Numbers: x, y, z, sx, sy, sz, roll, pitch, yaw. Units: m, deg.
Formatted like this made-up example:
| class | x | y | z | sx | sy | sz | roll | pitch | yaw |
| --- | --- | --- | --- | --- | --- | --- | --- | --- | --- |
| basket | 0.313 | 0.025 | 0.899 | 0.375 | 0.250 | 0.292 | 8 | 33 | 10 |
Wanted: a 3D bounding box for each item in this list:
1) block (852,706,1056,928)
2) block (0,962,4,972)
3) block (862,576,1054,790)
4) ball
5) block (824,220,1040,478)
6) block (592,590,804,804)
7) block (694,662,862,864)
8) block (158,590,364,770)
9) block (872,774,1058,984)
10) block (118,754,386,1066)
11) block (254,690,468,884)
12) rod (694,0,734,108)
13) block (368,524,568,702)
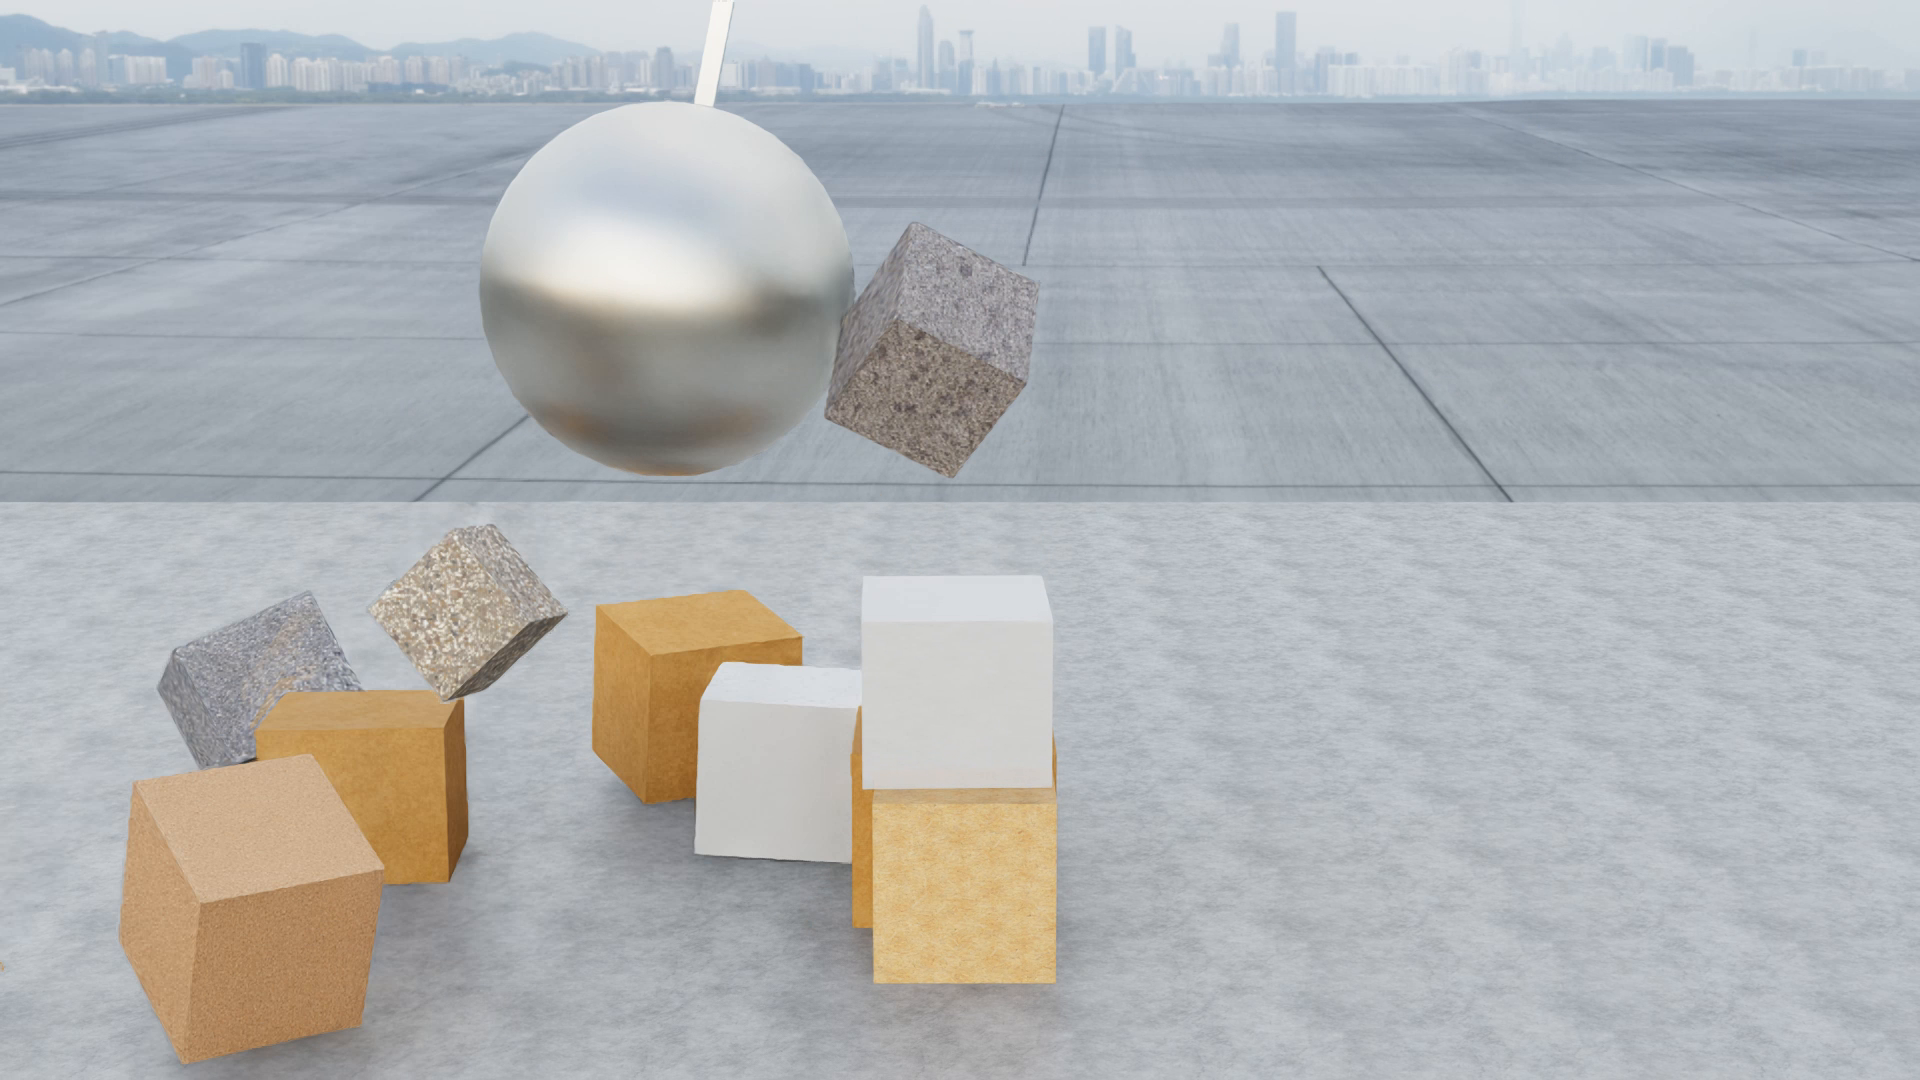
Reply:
| class | x | y | z | sx | sy | sz | roll | pitch | yaw |
| --- | --- | --- | --- | --- | --- | --- | --- | --- | --- |
| block | -0.026 | 1.174 | 11.027 | 0.846 | 0.744 | 0.828 | 0 | 10 | 0 |
| block | -4.070 | 1.395 | 9.367 | 0.655 | 0.690 | 0.669 | 1 | 23 | 40 |
| block | -0.021 | 0.564 | 10.416 | 0.747 | 0.681 | 0.765 | 0 | 13 | -2 |
| ball | -1.247 | -1.069 | 10.986 | 1.600 | 1.600 | 1.600 | 0 | 10 | 0 |
| block | -0.106 | -0.737 | 9.948 | 0.568 | 0.586 | 0.604 | 25 | 41 | -16 |
| block | -1.321 | 0.770 | 12.827 | 0.806 | 0.781 | 0.706 | -6 | 21 | -29 |
| block | -0.766 | 1.019 | 11.850 | 0.792 | 0.718 | 0.751 | 3 | 10 | 2 |
| block | -3.386 | 0.754 | 12.450 | 0.699 | 0.626 | 0.687 | -26 | -7 | -30 |
| block | 0.018 | 1.317 | 10.292 | 0.713 | 0.726 | 0.656 | 0 | 10 | 0 |
| block | -2.623 | 1.346 | 9.457 | 0.678 | 0.745 | 0.723 | -7 | 36 | -35 |
| block | -2.674 | 1.103 | 11.543 | 0.807 | 0.700 | 0.704 | -1 | 10 | -4 |
| rod | -0.540 | -4.341 | 10.391 | 0.080 | 5.200 | 0.080 | 12 | 10 | -2 |
| block | -1.844 | 0.268 | 9.636 | 0.455 | 0.452 | 0.385 | -42 | -6 | 12 |
